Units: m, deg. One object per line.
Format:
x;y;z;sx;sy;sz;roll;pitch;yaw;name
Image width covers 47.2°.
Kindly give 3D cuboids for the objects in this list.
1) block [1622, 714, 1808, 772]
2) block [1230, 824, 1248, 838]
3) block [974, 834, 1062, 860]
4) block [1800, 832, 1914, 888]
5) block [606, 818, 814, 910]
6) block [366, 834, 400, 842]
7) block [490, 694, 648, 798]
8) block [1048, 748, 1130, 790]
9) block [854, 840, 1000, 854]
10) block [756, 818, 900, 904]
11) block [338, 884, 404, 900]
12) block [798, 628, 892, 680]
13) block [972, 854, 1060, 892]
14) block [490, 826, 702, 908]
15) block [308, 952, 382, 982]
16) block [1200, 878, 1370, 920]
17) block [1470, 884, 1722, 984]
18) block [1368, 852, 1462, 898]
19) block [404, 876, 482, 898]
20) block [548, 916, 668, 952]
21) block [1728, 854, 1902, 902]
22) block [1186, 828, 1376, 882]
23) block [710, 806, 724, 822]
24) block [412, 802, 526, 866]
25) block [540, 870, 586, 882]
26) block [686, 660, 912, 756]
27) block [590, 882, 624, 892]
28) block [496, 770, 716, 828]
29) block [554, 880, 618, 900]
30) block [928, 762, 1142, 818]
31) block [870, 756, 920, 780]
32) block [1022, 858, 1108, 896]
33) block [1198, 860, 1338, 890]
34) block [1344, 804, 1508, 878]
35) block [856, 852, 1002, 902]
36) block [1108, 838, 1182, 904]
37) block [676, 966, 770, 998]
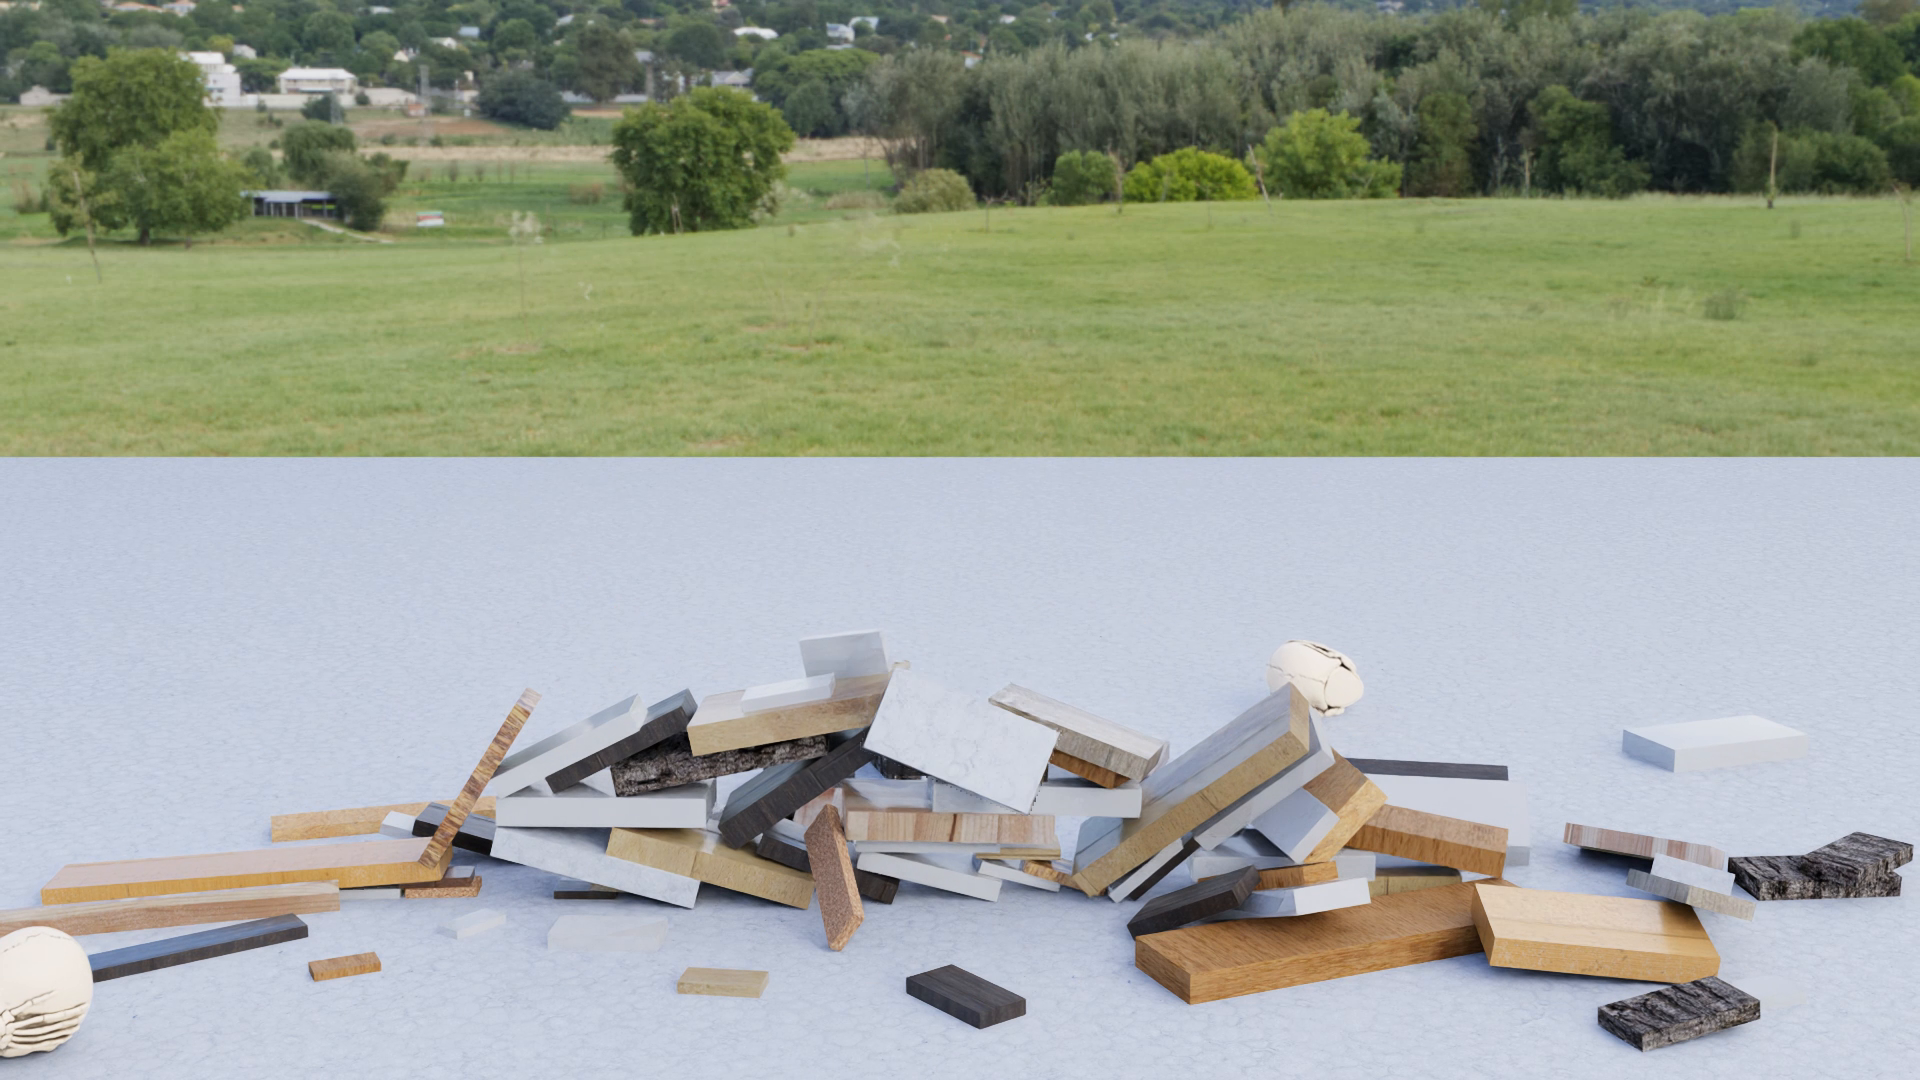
1.541;0.414;4.488;0.328;0.047;0.164;-4;11;-20;block
0.468;0.450;3.715;0.068;0.019;0.137;-6;30;40;block
0.095;0.513;3.684;0.141;0.020;0.071;2;12;-4;block
1.508;0.536;3.695;0.200;0.028;0.100;-10;14;-42;block
-0.404;0.521;3.665;0.341;0.048;0.171;15;10;0;block
-0.974;0.540;3.882;0.140;0.020;0.070;7;12;31;block
-0.640;0.337;3.610;0.254;0.036;0.127;-26;9;3;block
0.159;0.332;3.626;0.263;0.037;0.131;22;12;20;block
-0.059;0.483;3.659;0.239;0.034;0.119;2;12;-7;block
-0.216;0.530;3.666;0.239;0.034;0.119;21;10;-2;block
-0.988;0.581;3.669;0.117;0.017;0.059;0;11;-2;block
-0.190;0.190;3.634;0.146;0.073;0.021;-7;14;19;block
0.095;0.552;3.686;0.141;0.020;0.071;16;10;-12;block
-0.593;0.520;3.663;0.341;0.048;0.171;15;10;-2;block
-0.931;0.646;3.330;0.099;0.014;0.049;-5;12;-25;block
0.502;0.564;3.446;0.138;0.039;0.275;-4;-9;-27;block
0.961;0.599;3.342;0.335;0.047;0.167;5;19;1;block
0.678;0.562;3.702;0.299;0.042;0.149;0;11;0;block
-0.863;0.580;3.676;0.117;0.017;0.059;-1;11;-3;block
-0.553;0.618;3.454;0.172;0.024;0.086;1;11;4;block
1.436;0.566;3.701;0.244;0.035;0.122;-1;11;-5;block
0.529;0.525;3.671;0.299;0.042;0.149;0;11;-1;block
-0.467;0.519;3.818;0.170;0.085;0.024;-8;13;-36;block
-0.845;0.514;3.854;0.204;0.029;0.102;15;11;-1;block
-0.642;0.544;3.637;0.102;0.014;0.051;13;10;-11;block
-0.257;0.274;3.602;0.351;0.050;0.176;-10;12;6;block
-0.562;0.570;3.662;0.102;0.014;0.051;4;11;-6;block
-0.584;0.428;3.656;0.341;0.048;0.171;0;10;0;block
-0.621;0.583;3.665;0.102;0.014;0.051;0;11;1;block
0.120;0.405;3.646;0.339;0.048;0.170;2;12;-4;block
-0.153;0.364;4.403;0.049;0.174;0.348;-5;11;-16;block
0.175;0.556;3.685;0.141;0.020;0.071;18;11;-4;block
0.488;0.538;3.493;0.198;0.028;0.099;-14;-10;40;block
0.760;0.492;3.675;0.299;0.042;0.149;10;11;14;block
-0.053;0.541;3.674;0.239;0.034;0.119;14;10;-5;block
0.305;0.536;3.641;0.145;0.021;0.072;-42;8;10;block
-0.351;0.656;3.263;0.124;0.018;0.062;2;11;8;block
